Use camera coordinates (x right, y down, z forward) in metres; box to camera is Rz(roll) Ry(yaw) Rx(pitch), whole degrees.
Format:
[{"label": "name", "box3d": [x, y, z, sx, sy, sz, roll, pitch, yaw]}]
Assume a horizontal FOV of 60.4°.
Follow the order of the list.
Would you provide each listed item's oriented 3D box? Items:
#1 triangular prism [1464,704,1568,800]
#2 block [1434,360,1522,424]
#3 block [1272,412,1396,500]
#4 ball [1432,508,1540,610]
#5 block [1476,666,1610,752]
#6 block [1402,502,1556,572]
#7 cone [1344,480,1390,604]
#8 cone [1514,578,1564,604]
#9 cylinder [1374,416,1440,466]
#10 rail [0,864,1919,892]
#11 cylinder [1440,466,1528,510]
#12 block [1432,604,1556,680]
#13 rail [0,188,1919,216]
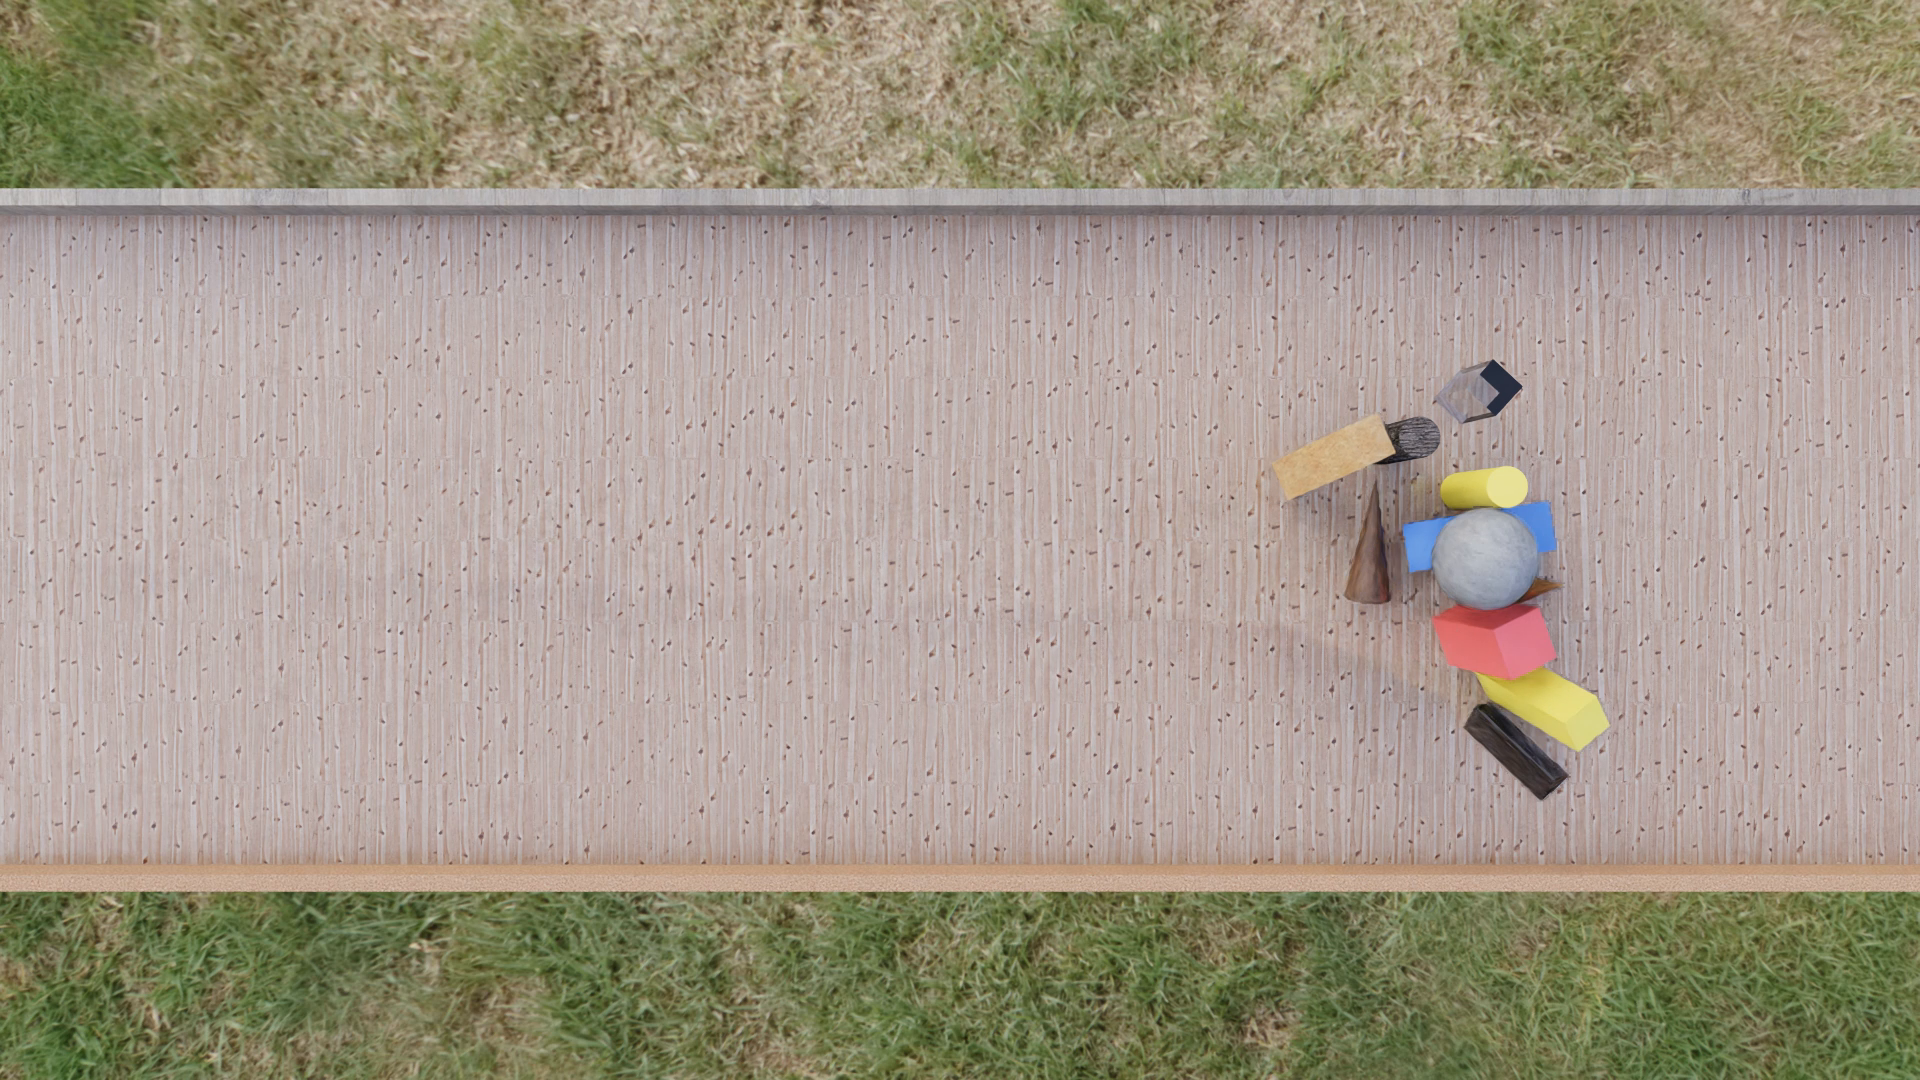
[{"label": "triangular prism", "box3d": [1.667, 0.622, 4.955, 0.111, 0.096, 0.315, -42, 61, 0]}, {"label": "block", "box3d": [1.540, -0.439, 4.914, 0.117, 0.326, 0.117, 43, 90, 0]}, {"label": "block", "box3d": [1.094, -0.241, 4.860, 0.126, 0.411, 0.126, -23, 87, -22]}, {"label": "ball", "box3d": [1.490, 0.055, 4.685, 0.292, 0.292, 0.292, 0, 90, 0]}, {"label": "block", "box3d": [1.714, 0.464, 4.871, 0.123, 0.388, 0.123, -38, 119, -7]}, {"label": "block", "box3d": [1.553, -0.010, 4.950, 0.416, 0.143, 0.143, -10, 89, 16]}, {"label": "cone", "box3d": [1.236, -0.009, 4.954, 0.140, 0.140, 0.378, 0, 107, 0]}, {"label": "cone", "box3d": [1.675, 0.140, 4.865, 0.138, 0.405, 0.138, 1, 86, -9]}, {"label": "cylinder", "box3d": [1.295, -0.289, 4.860, 0.117, 0.434, 0.117, 0, 90, 0]}, {"label": "rail", "box3d": [-2.247, 1.025, 5.001, 12.000, 0.150, 0.050, 0, 90, 0]}, {"label": "cylinder", "box3d": [1.536, -0.149, 4.854, 0.116, 0.446, 0.116, 0, 90, 0]}, {"label": "block", "box3d": [1.577, 0.288, 4.885, 0.159, 0.338, 0.159, -24, 99, -12]}, {"label": "rail", "box3d": [-2.247, -1.025, 5.002, 12.000, 0.150, 0.050, 0, 90, 0]}]
